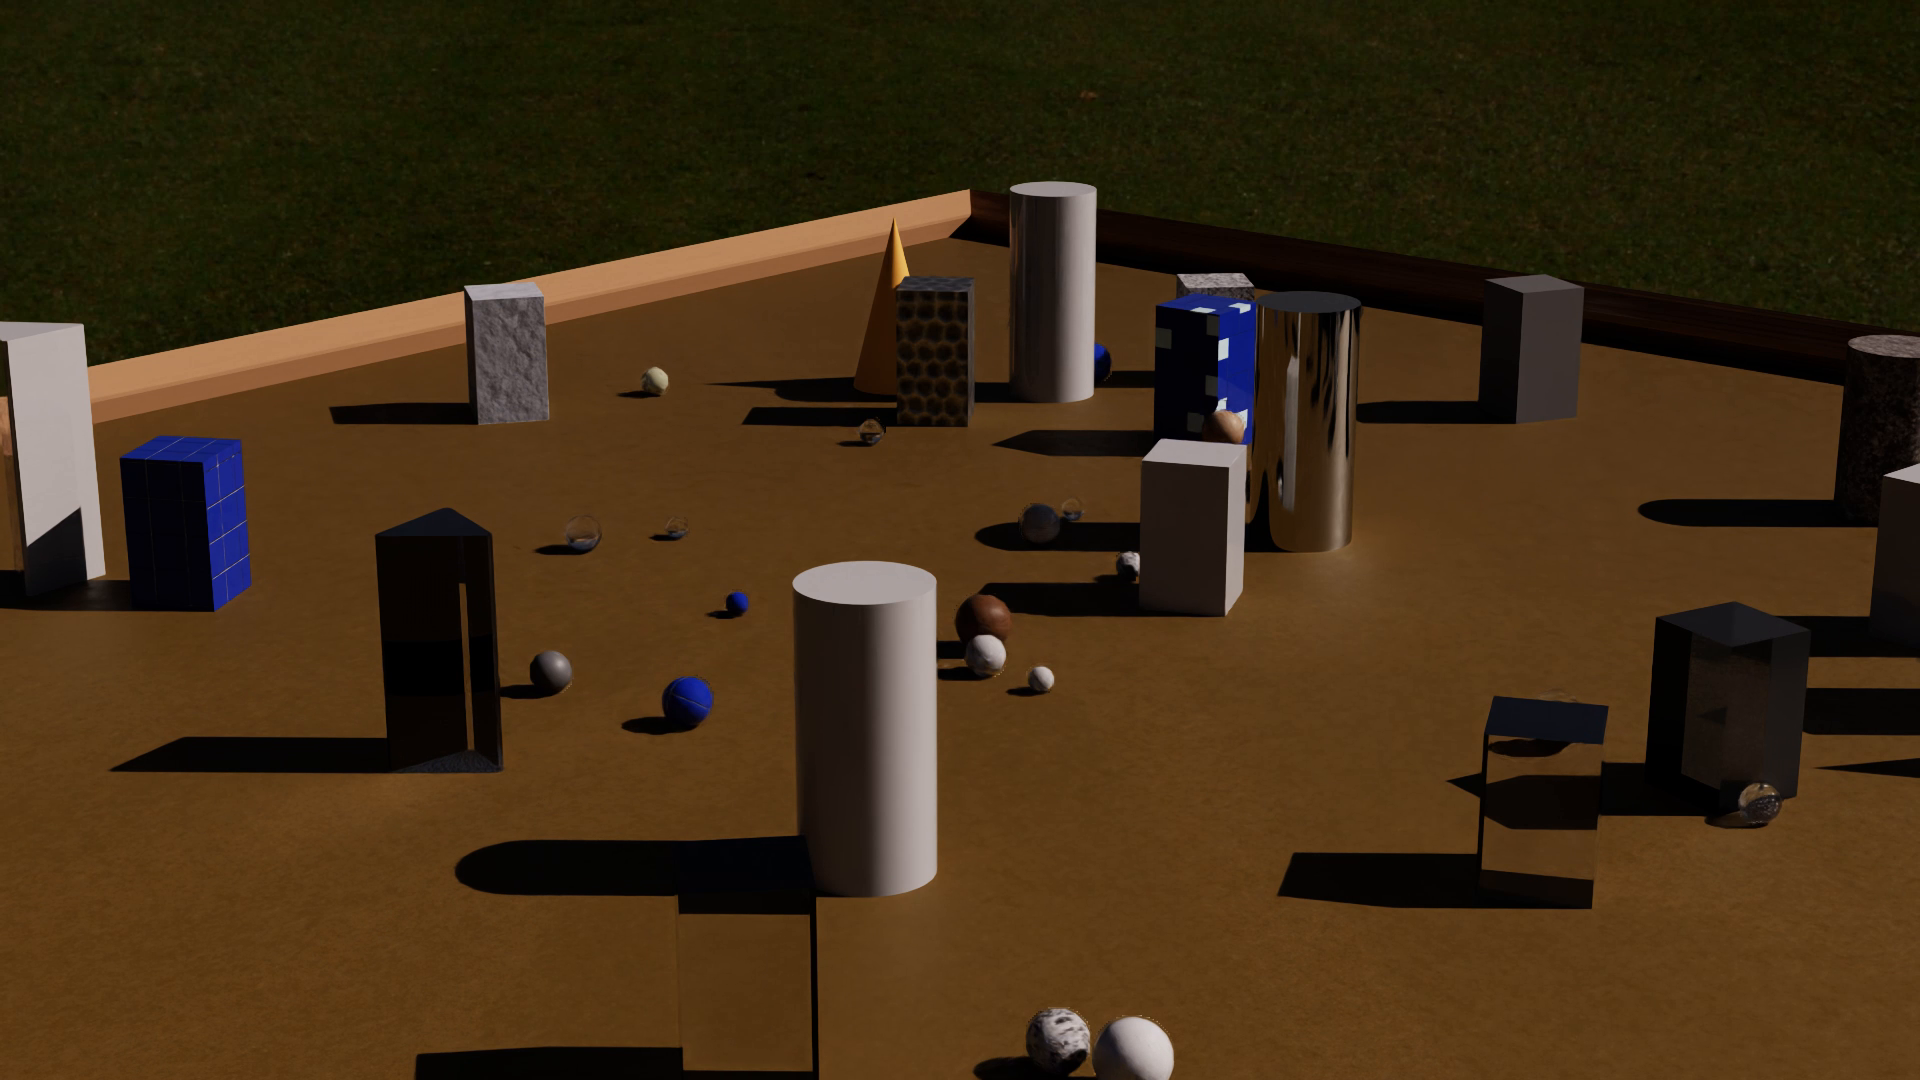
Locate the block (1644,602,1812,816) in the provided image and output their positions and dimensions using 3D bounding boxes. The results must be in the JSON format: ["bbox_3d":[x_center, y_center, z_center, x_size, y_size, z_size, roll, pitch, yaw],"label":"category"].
[{"bbox_3d":[1.100,0.240,4.208,0.152,0.253,0.152,-9,19,-28],"label":"block"}]

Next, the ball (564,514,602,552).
[{"bbox_3d":[-0.689,-0.014,5.367,0.068,0.068,0.068,0,17,0],"label":"ball"}]

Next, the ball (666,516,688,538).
[{"bbox_3d":[-0.525,-0.023,5.447,0.040,0.040,0.040,0,17,0],"label":"ball"}]

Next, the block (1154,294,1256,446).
[{"bbox_3d":[0.507,-0.343,6.061,0.152,0.297,0.152,12,21,34],"label":"block"}]

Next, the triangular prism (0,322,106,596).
[{"bbox_3d":[-1.633,-0.151,5.151,0.142,0.456,0.164,12,21,35],"label":"triangular prism"}]

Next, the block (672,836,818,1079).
[{"bbox_3d":[-0.244,0.494,3.335,0.152,0.271,0.152,-2,17,-7],"label":"block"}]

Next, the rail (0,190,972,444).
[{"bbox_3d":[-1.617,-0.375,6.465,0.045,0.123,5.069,14,22,39],"label":"rail"}]

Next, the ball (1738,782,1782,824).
[{"bbox_3d":[1.124,0.369,4.117,0.058,0.058,0.058,0,17,0],"label":"ball"}]

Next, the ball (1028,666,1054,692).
[{"bbox_3d":[0.128,0.220,4.637,0.042,0.042,0.042,0,17,0],"label":"ball"}]

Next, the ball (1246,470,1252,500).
[{"bbox_3d":[0.563,-0.106,5.688,0.059,0.059,0.059,0,17,0],"label":"ball"}]

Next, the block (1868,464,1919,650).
[{"bbox_3d":[1.627,0.029,4.863,0.152,0.278,0.152,-14,22,-40],"label":"block"}]

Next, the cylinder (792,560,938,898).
[{"bbox_3d":[-0.125,0.250,3.907,0.190,0.407,0.190,0,17,0],"label":"cylinder"}]

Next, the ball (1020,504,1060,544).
[{"bbox_3d":[0.149,-0.029,5.408,0.074,0.074,0.074,0,17,0],"label":"ball"}]

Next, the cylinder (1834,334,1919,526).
[{"bbox_3d":[1.768,-0.208,5.559,0.190,0.328,0.190,0,17,0],"label":"cylinder"}]

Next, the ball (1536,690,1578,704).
[{"bbox_3d":[0.903,0.263,4.442,0.074,0.074,0.074,0,17,0],"label":"ball"}]

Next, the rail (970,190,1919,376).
[{"bbox_3d":[1.646,-0.518,6.936,4.331,0.123,0.045,14,22,39],"label":"rail"}]

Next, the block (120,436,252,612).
[{"bbox_3d":[-1.339,-0.030,5.079,0.152,0.266,0.152,3,17,11],"label":"block"}]

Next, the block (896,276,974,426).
[{"bbox_3d":[-0.051,-0.404,6.272,0.152,0.292,0.152,2,17,5],"label":"block"}]

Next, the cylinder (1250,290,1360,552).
[{"bbox_3d":[0.633,-0.218,5.389,0.190,0.447,0.190,0,17,0],"label":"cylinder"}]

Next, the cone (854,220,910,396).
[{"bbox_3d":[-0.146,-0.533,6.538,0.190,0.384,0.190,0,17,0],"label":"cone"}]

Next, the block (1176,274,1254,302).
[{"bbox_3d":[0.573,-0.473,6.609,0.152,0.229,0.152,-1,17,-4],"label":"block"}]

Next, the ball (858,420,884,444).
[{"bbox_3d":[-0.185,-0.225,6.094,0.052,0.052,0.052,0,17,0],"label":"ball"}]

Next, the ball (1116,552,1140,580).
[{"bbox_3d":[0.302,0.046,5.202,0.050,0.050,0.050,0,17,0],"label":"ball"}]

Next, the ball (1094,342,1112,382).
[{"bbox_3d":[0.298,-0.401,6.612,0.089,0.089,0.089,0,17,0],"label":"ball"}]

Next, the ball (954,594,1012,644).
[{"bbox_3d":[0.039,0.136,4.825,0.095,0.095,0.095,0,17,0],"label":"ball"}]

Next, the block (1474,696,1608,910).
[{"bbox_3d":[0.773,0.347,3.895,0.152,0.230,0.152,4,17,14],"label":"block"}]

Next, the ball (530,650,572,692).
[{"bbox_3d":[-0.647,0.208,4.634,0.067,0.067,0.067,0,17,0],"label":"ball"}]

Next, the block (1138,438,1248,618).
[{"bbox_3d":[0.402,-0.023,5.055,0.152,0.265,0.152,5,18,16],"label":"block"}]

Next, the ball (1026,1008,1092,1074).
[{"bbox_3d":[0.114,0.580,3.390,0.076,0.076,0.076,0,17,0],"label":"ball"}]

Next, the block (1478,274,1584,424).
[{"bbox_3d":[1.228,-0.412,6.312,0.152,0.285,0.152,-7,18,-21],"label":"block"}]

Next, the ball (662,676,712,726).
[{"bbox_3d":[-0.418,0.247,4.487,0.078,0.078,0.078,0,17,0],"label":"ball"}]

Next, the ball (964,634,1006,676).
[{"bbox_3d":[0.040,0.185,4.712,0.067,0.067,0.067,0,17,0],"label":"ball"}]

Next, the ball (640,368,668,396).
[{"bbox_3d":[-0.676,-0.352,6.497,0.061,0.061,0.061,0,17,0],"label":"ball"}]

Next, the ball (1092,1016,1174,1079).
[{"bbox_3d":[0.197,0.589,3.329,0.093,0.093,0.093,0,17,0],"label":"ball"}]

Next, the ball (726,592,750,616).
[{"bbox_3d":[-0.381,0.108,5.010,0.041,0.041,0.041,0,17,0],"label":"ball"}]

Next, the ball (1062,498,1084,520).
[{"bbox_3d":[0.214,-0.059,5.558,0.044,0.044,0.044,0,17,0],"label":"ball"}]

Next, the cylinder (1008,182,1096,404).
[{"bbox_3d":[0.203,-0.547,6.458,0.190,0.457,0.190,0,17,0],"label":"cylinder"}]

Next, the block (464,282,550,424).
[{"bbox_3d":[-0.975,-0.403,6.304,0.152,0.271,0.152,-5,17,-15],"label":"block"}]

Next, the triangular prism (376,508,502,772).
[{"bbox_3d":[-0.757,0.147,4.325,0.164,0.364,0.142,0,17,-1],"label":"triangular prism"}]

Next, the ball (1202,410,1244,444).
[{"bbox_3d":[0.532,-0.220,5.924,0.087,0.087,0.087,0,17,0],"label":"ball"}]
